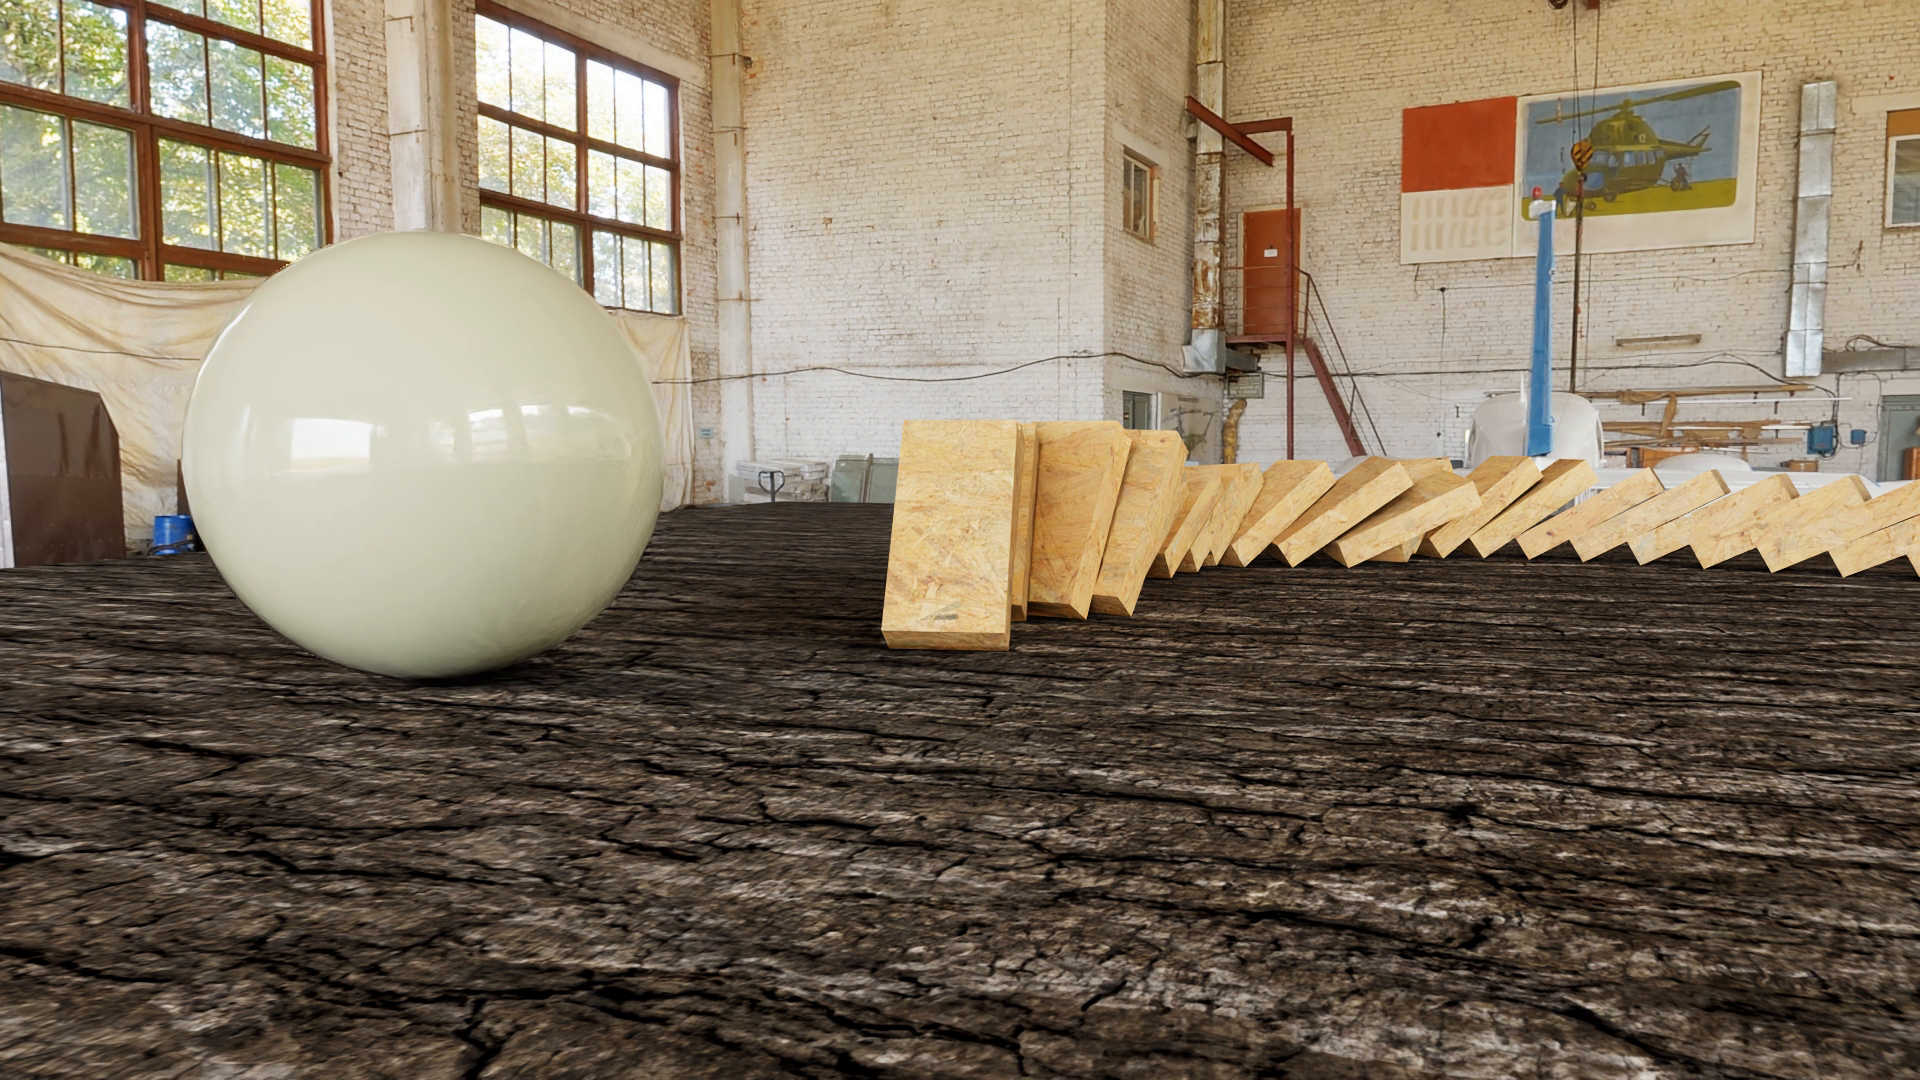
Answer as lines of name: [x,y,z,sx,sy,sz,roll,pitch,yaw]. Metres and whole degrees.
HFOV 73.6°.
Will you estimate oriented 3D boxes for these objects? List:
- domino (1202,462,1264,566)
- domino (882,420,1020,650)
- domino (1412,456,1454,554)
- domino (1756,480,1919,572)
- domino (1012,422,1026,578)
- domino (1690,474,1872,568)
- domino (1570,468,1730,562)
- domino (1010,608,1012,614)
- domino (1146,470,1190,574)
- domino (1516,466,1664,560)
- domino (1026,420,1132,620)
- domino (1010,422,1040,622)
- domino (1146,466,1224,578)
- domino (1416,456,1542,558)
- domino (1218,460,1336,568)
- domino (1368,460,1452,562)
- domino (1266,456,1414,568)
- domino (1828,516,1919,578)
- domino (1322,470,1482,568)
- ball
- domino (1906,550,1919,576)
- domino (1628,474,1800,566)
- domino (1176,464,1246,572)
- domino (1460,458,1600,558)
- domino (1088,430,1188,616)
domino: [0.087,-0.009,0.455,0.025,0.010,0.050,-1,35,37]
domino: [-0.001,-0.002,0.273,0.025,0.050,0.009,1,-27,8]
domino: [0.170,-0.013,0.494,0.025,0.009,0.050,-2,36,42]
domino: [0.291,-0.005,0.418,0.025,0.009,0.050,-5,-22,-47]
domino: [0.001,-0.004,0.307,0.025,0.050,0.009,1,-27,11]
domino: [0.276,-0.006,0.432,0.050,0.009,0.025,-33,-18,37]
domino: [0.247,-0.009,0.459,0.050,0.010,0.025,-34,-16,32]
domino: [-0.001,-0.003,0.284,0.025,0.050,0.010,0,-27,7]
domino: [0.053,-0.005,0.408,0.025,0.009,0.050,2,37,29]
domino: [0.232,-0.010,0.472,0.050,0.010,0.025,-34,-13,27]
domino: [0.025,-0.006,0.323,0.025,0.050,0.009,3,-24,33]
domino: [0.005,-0.005,0.317,0.025,0.050,0.010,1,-27,10]
domino: [0.066,-0.007,0.423,0.025,0.009,0.050,1,36,34]
domino: [0.194,-0.013,0.490,0.050,0.009,0.025,-38,9,-5]
domino: [0.108,-0.010,0.460,0.050,0.010,0.025,-40,20,-19]
domino: [0.162,-0.011,0.476,0.025,0.009,0.050,3,39,43]
domino: [0.132,-0.010,0.452,0.050,0.010,0.025,-35,9,3]
domino: [0.305,-0.004,0.404,0.025,0.010,0.050,-5,-21,-48]
domino: [0.153,-0.008,0.450,0.050,0.009,0.025,-25,12,3]
ball: [-0.094,-0.015,0.232,0.080,0.080,0.080,0,4,0]
domino: [0.320,-0.003,0.390,0.025,0.010,0.050,-5,-21,-47]
domino: [0.262,-0.007,0.446,0.050,0.009,0.025,-33,-17,36]
domino: [0.077,-0.008,0.438,0.025,0.010,0.050,0,35,35]
domino: [0.214,-0.012,0.487,0.050,0.010,0.025,-35,1,6]
domino: [0.039,-0.006,0.330,0.025,0.050,0.009,5,-30,34]
